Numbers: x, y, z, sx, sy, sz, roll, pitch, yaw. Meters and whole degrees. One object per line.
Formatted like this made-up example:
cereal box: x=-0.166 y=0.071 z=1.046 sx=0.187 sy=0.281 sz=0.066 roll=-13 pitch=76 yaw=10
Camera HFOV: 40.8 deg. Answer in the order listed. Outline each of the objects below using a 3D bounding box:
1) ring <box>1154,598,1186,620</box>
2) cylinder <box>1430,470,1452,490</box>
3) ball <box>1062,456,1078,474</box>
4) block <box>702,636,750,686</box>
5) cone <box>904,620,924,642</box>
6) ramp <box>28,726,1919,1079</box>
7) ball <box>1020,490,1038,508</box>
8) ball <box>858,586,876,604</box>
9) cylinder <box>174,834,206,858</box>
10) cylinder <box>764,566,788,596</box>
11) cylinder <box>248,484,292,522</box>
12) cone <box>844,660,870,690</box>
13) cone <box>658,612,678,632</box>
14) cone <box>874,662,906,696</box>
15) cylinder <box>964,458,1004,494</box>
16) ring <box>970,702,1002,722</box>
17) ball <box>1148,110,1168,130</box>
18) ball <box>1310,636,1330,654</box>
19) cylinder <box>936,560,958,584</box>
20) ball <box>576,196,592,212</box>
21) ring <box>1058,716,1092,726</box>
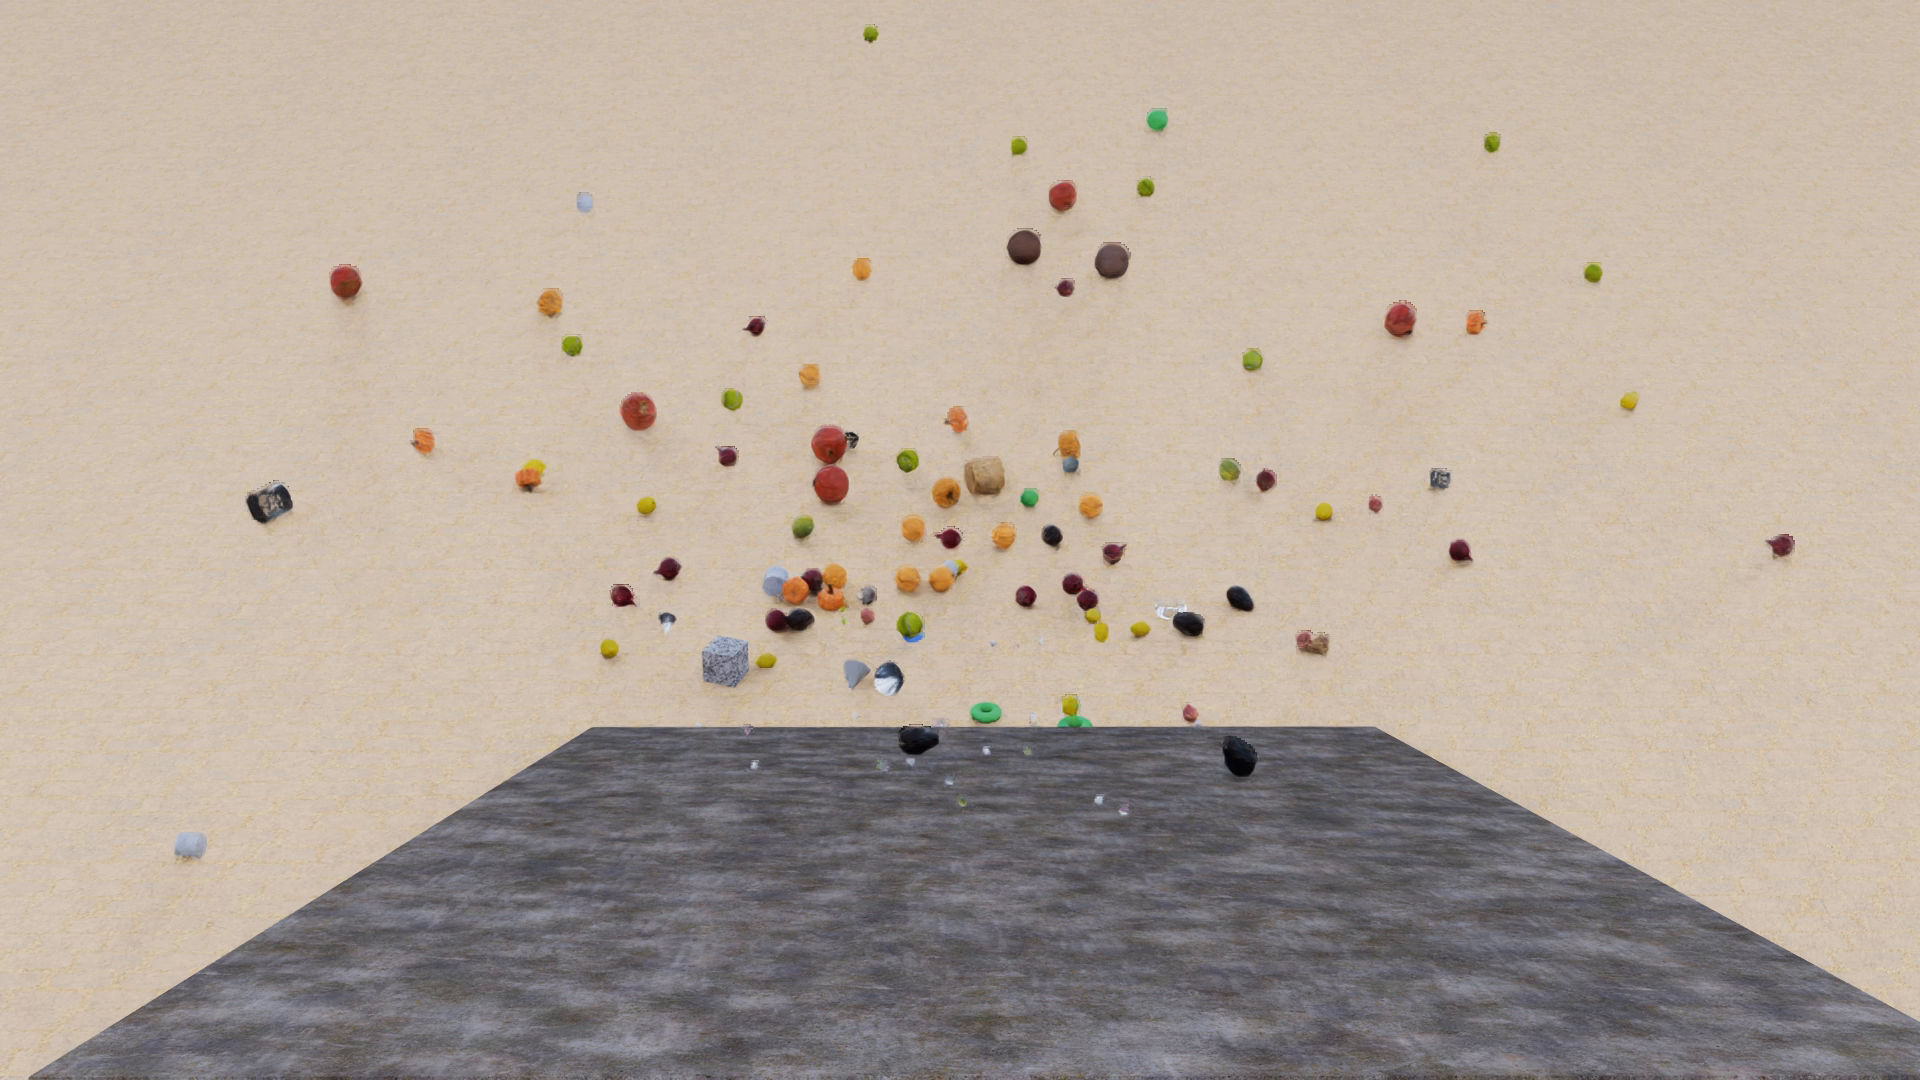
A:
ring: x=0.596 y=0.195 z=7.299 sx=0.092 sy=0.031 sz=0.092 roll=0 pitch=29 yaw=0
cylinder: x=1.491 y=-0.188 z=8.012 sx=0.052 sy=0.052 sz=0.052 roll=14 pitch=31 yaw=26
ball: x=0.346 y=-0.235 z=8.106 sx=0.051 sy=0.051 sz=0.051 roll=0 pitch=27 yaw=0
block: x=-0.633 y=0.327 z=6.977 sx=0.093 sy=0.093 sz=0.093 roll=10 pitch=29 yaw=18
cone: x=-0.130 y=0.246 z=7.172 sx=0.057 sy=0.057 sz=0.057 roll=0 pitch=27 yaw=0
ramp: x=0.062 y=0.558 z=4.596 sx=2.000 sy=0.100 sz=4.000 roll=0 pitch=1 yaw=0
ball: x=0.212 y=-0.127 z=7.895 sx=0.054 sy=0.054 sz=0.054 roll=0 pitch=27 yaw=0
ball: x=-0.265 y=0.159 z=7.348 sx=0.050 sy=0.050 sz=0.050 roll=0 pitch=27 yaw=0
cylinder: x=-1.858 y=0.738 z=6.229 sx=0.053 sy=0.053 sz=0.053 roll=-11 pitch=22 yaw=23
cylinder: x=-0.528 y=0.118 z=7.409 sx=0.066 sy=0.066 sz=0.066 roll=2 pitch=27 yaw=3
cylinder: x=-2.089 y=-0.112 z=7.816 sx=0.093 sy=0.093 sz=0.093 roll=20 pitch=34 yaw=33
cone: x=-0.286 y=0.374 z=6.949 sx=0.074 sy=0.074 sz=0.074 roll=7 pitch=56 yaw=13
cone: x=-0.820 y=0.240 z=7.220 sx=0.052 sy=0.052 sz=0.052 roll=2 pitch=54 yaw=4
cone: x=-0.169 y=0.374 z=6.944 sx=0.090 sy=0.090 sz=0.090 roll=17 pitch=5 yaw=30
cylinder: x=0.076 y=-0.199 z=7.985 sx=0.098 sy=0.098 sz=0.098 roll=-10 pitch=29 yaw=-18
ring: x=0.069 y=0.454 z=6.804 sx=0.082 sy=0.027 sz=0.082 roll=0 pitch=26 yaw=0
ball: x=0.849 y=-1.803 z=11.084 sx=0.089 sy=0.089 sz=0.089 roll=0 pitch=27 yaw=0
ball: x=0.990 y=0.287 z=7.100 sx=0.051 sy=0.051 sz=0.051 roll=0 pitch=27 yaw=0
cylinder: x=-0.036 y=0.092 z=7.473 sx=0.053 sy=0.053 sz=0.053 roll=7 pitch=28 yaw=14
ball: x=-1.483 y=-1.328 z=10.192 sx=0.068 sy=0.068 sz=0.068 roll=0 pitch=27 yaw=0
ring: x=0.300 y=0.489 z=6.731 sx=0.094 sy=0.031 sz=0.094 roll=1 pitch=29 yaw=-1
